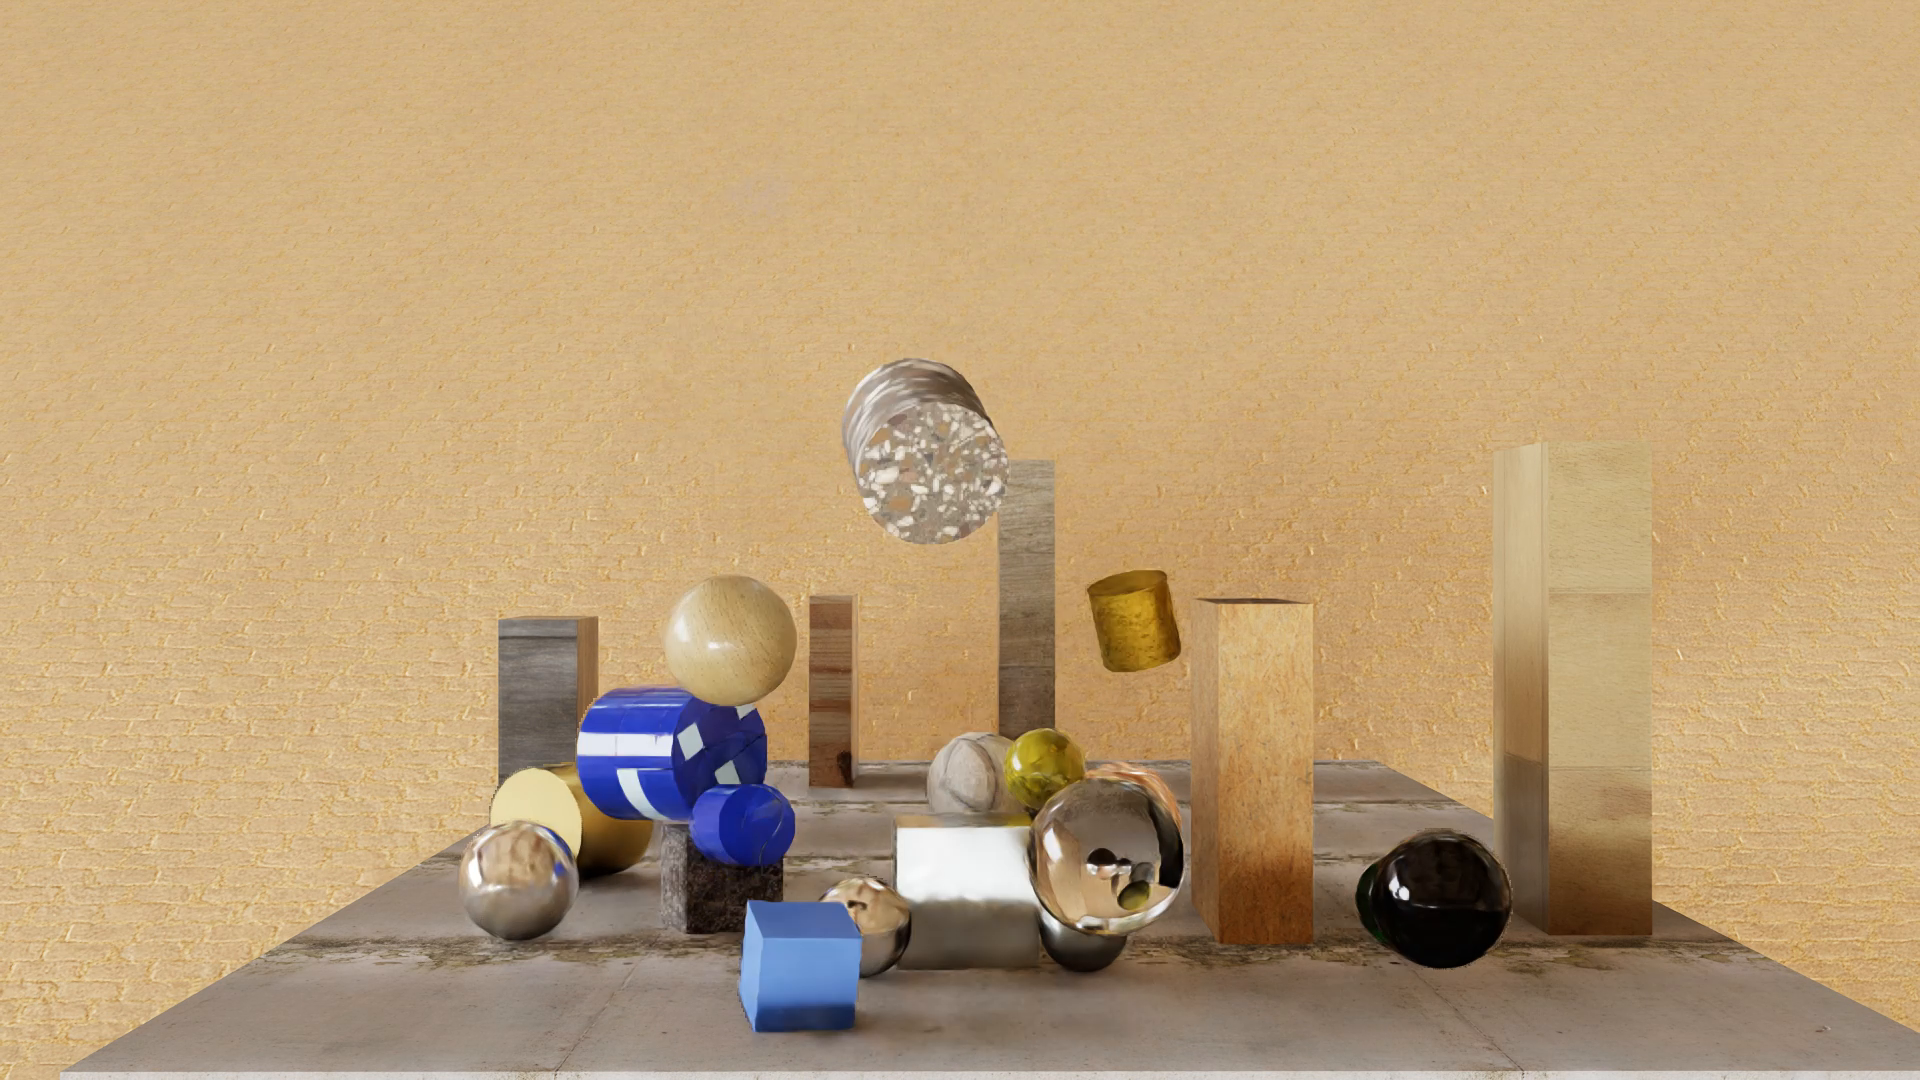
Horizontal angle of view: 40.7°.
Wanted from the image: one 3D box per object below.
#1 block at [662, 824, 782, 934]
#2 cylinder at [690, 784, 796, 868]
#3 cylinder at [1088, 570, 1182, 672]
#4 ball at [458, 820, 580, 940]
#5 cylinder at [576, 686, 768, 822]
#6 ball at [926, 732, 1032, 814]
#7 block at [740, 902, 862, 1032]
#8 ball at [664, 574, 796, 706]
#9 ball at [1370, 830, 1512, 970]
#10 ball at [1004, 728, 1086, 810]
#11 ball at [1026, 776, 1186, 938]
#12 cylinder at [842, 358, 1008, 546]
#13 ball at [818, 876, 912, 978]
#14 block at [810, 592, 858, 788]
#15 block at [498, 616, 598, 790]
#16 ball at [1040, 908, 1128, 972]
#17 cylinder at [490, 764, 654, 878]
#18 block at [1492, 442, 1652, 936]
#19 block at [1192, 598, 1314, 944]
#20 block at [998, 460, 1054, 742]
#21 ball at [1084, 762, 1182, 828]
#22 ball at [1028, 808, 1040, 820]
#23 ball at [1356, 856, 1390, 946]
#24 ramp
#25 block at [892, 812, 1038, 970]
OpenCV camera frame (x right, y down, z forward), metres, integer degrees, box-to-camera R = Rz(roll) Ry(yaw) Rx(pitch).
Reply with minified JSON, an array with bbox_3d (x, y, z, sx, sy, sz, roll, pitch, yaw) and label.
[{"bbox_3d":[-0.343,0.483,3.718,0.141,0.141,0.141,0,-1,-21],"label":"block"},{"bbox_3d":[-0.300,0.393,3.570,0.113,0.113,0.113,-17,3,-26],"label":"cylinder"},{"bbox_3d":[0.238,0.110,3.527,0.109,0.109,0.109,-12,14,3],"label":"cylinder"},{"bbox_3d":[-0.610,0.471,3.582,0.165,0.165,0.165,0,31,0],"label":"ball"},{"bbox_3d":[-0.429,0.318,3.862,0.201,0.201,0.201,-4,23,39],"label":"cylinder"},{"bbox_3d":[0.032,0.369,3.879,0.164,0.164,0.164,0,31,0],"label":"ball"},{"bbox_3d":[-0.182,0.485,2.944,0.112,0.112,0.112,3,13,-14],"label":"block"},{"bbox_3d":[-0.271,0.118,3.055,0.157,0.157,0.157,0,31,0],"label":"ball"},{"bbox_3d":[0.621,0.464,3.342,0.178,0.178,0.178,0,31,0],"label":"ball"},{"bbox_3d":[0.118,0.323,3.640,0.115,0.115,0.115,0,31,0],"label":"ball"},{"bbox_3d":[0.180,0.391,3.195,0.198,0.198,0.198,0,31,0],"label":"ball"},{"bbox_3d":[-0.041,-0.100,2.877,0.164,0.164,0.164,-5,22,-8],"label":"cylinder"},{"bbox_3d":[-0.125,0.489,3.270,0.126,0.126,0.126,0,31,0],"label":"ball"},{"bbox_3d":[-0.293,0.346,6.066,0.096,0.437,0.397,0,0,0],"label":"block"},{"bbox_3d":[-0.764,0.352,4.820,0.143,0.415,0.274,0,0,0],"label":"block"},{"bbox_3d":[0.158,0.495,3.309,0.114,0.114,0.114,0,31,0],"label":"ball"},{"bbox_3d":[-0.635,0.462,4.239,0.189,0.189,0.189,19,9,29],"label":"cylinder"},{"bbox_3d":[0.896,0.208,3.813,0.144,0.691,0.377,0,0,0],"label":"block"},{"bbox_3d":[0.419,0.321,3.755,0.129,0.465,0.418,0,0,0],"label":"block"},{"bbox_3d":[0.146,0.195,5.825,0.120,0.737,0.390,0,0,0],"label":"block"},{"bbox_3d":[0.254,0.456,4.140,0.199,0.199,0.199,0,31,0],"label":"ball"},{"bbox_3d":[0.067,0.465,4.724,0.187,0.187,0.187,0,31,0],"label":"ball"},{"bbox_3d":[0.601,0.488,3.508,0.130,0.130,0.130,0,31,0],"label":"ball"},{"bbox_3d":[0.068,0.608,4.676,2.000,0.100,4.000,0,0,0],"label":"ramp"},{"bbox_3d":[0.005,0.462,3.423,0.182,0.182,0.182,0,0,-4],"label":"block"}]
